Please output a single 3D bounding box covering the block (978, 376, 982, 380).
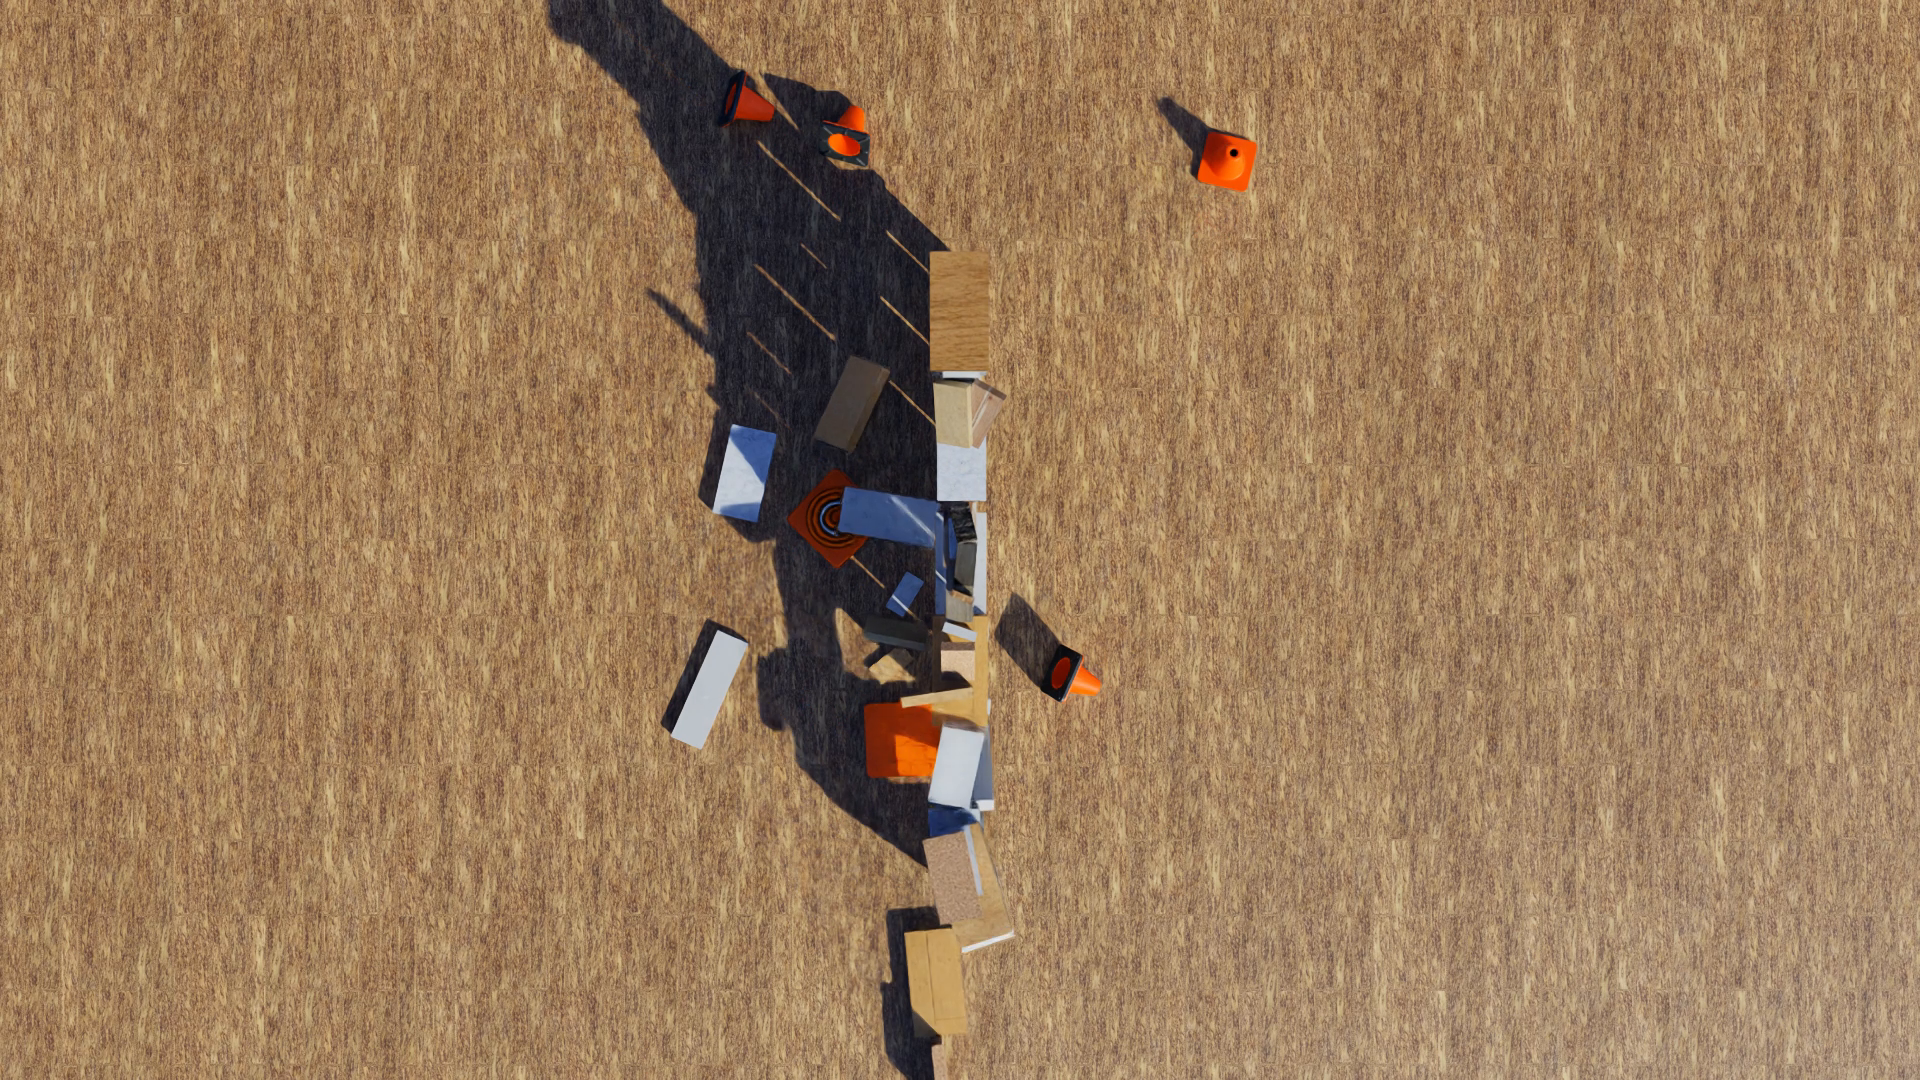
[{"bbox_3d":[0.004,-0.553,5.232,0.125,0.035,0.250,0,90,0],"label":"block"}]

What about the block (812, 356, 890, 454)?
[{"bbox_3d":[-0.358,-0.447,5.432,0.150,0.043,0.301,23,87,36],"label":"block"}]

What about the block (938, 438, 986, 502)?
[{"bbox_3d":[0.005,-0.262,4.919,0.146,0.041,0.292,0,90,0],"label":"block"}]

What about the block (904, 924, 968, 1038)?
[{"bbox_3d":[-0.080,1.463,5.475,0.175,0.049,0.349,-5,90,0],"label":"block"}]

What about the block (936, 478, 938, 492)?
[{"bbox_3d":[0.003,-0.165,5.167,0.146,0.456,0.041,-1,90,0],"label":"block"}]

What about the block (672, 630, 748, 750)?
[{"bbox_3d":[-0.832,0.497,5.485,0.109,0.031,0.385,24,90,0],"label":"block"}]

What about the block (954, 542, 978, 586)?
[{"bbox_3d":[0.016,0.071,4.893,0.060,0.017,0.131,4,108,-2],"label":"block"}]

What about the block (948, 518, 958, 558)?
[{"bbox_3d":[-0.003,-0.006,4.905,0.060,0.017,0.120,-2,90,0],"label":"block"}]

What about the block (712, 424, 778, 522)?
[{"bbox_3d":[-0.714,-0.221,5.479,0.150,0.043,0.301,13,90,0],"label":"block"}]

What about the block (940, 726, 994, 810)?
[{"bbox_3d":[0.022,0.740,5.360,0.162,0.325,0.046,-3,130,0],"label":"block"}]

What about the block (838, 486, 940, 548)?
[{"bbox_3d":[-0.235,-0.075,5.432,0.316,0.043,0.150,10,85,-2],"label":"block"}]

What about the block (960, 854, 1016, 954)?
[{"bbox_3d":[0.057,1.169,5.325,0.175,0.367,0.049,-19,117,0],"label":"block"}]

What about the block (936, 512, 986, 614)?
[{"bbox_3d":[0.003,0.073,5.161,0.158,0.045,0.317,0,90,0],"label":"block"}]

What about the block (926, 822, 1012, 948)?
[{"bbox_3d":[0.028,1.076,5.145,0.175,0.049,0.349,-18,81,3],"label":"block"}]

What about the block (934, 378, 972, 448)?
[{"bbox_3d":[-0.020,-0.368,4.808,0.103,0.029,0.207,12,130,18],"label":"block"}]

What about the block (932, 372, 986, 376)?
[{"bbox_3d":[-0.001,-0.529,4.825,0.163,0.471,0.046,0,90,0],"label":"block"}]

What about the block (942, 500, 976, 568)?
[{"bbox_3d":[0.000,-0.017,4.927,0.099,0.028,0.197,1,90,0],"label":"block"}]

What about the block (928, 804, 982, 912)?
[{"bbox_3d":[-0.006,1.008,5.229,0.162,0.046,0.325,-5,96,2],"label":"block"}]

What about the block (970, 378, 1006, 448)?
[{"bbox_3d":[0.051,-0.367,4.816,0.104,0.029,0.207,29,133,0],"label":"block"}]

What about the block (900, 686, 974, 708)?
[{"bbox_3d":[-0.069,0.481,5.056,0.219,0.109,0.031,-8,86,0],"label":"block"}]

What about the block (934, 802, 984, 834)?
[{"bbox_3d":[-0.004,0.998,5.385,0.162,0.046,0.325,-1,54,1],"label":"block"}]

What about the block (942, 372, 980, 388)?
[{"bbox_3d":[0.002,-0.465,4.875,0.103,0.369,0.029,0,82,0],"label":"block"}]

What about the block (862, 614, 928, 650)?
[{"bbox_3d":[-0.212,0.305,5.449,0.203,0.102,0.029,11,123,0],"label":"block"}]

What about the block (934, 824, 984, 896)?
[{"bbox_3d":[-0.003,1.001,5.117,0.109,0.031,0.219,-12,82,4],"label":"block"}]

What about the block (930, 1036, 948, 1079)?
[{"bbox_3d":[-0.060,1.775,5.435,0.037,0.131,0.262,-7,90,0],"label":"block"}]

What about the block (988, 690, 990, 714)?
[{"bbox_3d":[0.010,0.517,5.330,0.170,0.340,0.048,4,90,0],"label":"block"}]

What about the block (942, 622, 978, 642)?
[{"bbox_3d":[-0.003,0.280,5.009,0.102,0.203,0.029,19,86,0],"label":"block"}]

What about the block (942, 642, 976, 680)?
[{"bbox_3d":[-0.006,0.370,5.017,0.102,0.203,0.029,0,59,0],"label":"block"}]

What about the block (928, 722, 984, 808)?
[{"bbox_3d":[-0.013,0.701,5.134,0.131,0.037,0.262,10,109,-3],"label":"block"}]

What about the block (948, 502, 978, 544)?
[{"bbox_3d":[0.009,-0.050,4.880,0.060,0.017,0.120,-11,68,-6],"label":"block"}]

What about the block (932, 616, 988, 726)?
[{"bbox_3d":[0.000,0.407,5.136,0.170,0.048,0.340,0,90,0],"label":"block"}]

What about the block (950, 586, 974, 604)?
[{"bbox_3d":[0.006,0.163,4.833,0.069,0.183,0.020,23,91,0],"label":"block"}]

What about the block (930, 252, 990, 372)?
[{"bbox_3d":[-0.001,-0.632,4.566,0.163,0.046,0.326,0,90,0],"label":"block"}]

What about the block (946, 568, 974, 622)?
[{"bbox_3d":[-0.001,0.163,4.936,0.082,0.023,0.164,1,90,0],"label":"block"}]

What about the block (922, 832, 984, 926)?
[{"bbox_3d":[-0.022,1.040,5.079,0.131,0.037,0.262,-13,82,4],"label":"block"}]

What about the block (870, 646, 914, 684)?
[{"bbox_3d":[-0.227,0.411,5.490,0.138,0.020,0.069,-38,90,0],"label":"block"}]

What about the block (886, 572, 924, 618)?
[{"bbox_3d":[-0.183,0.180,5.490,0.069,0.020,0.138,31,90,0],"label":"block"}]
